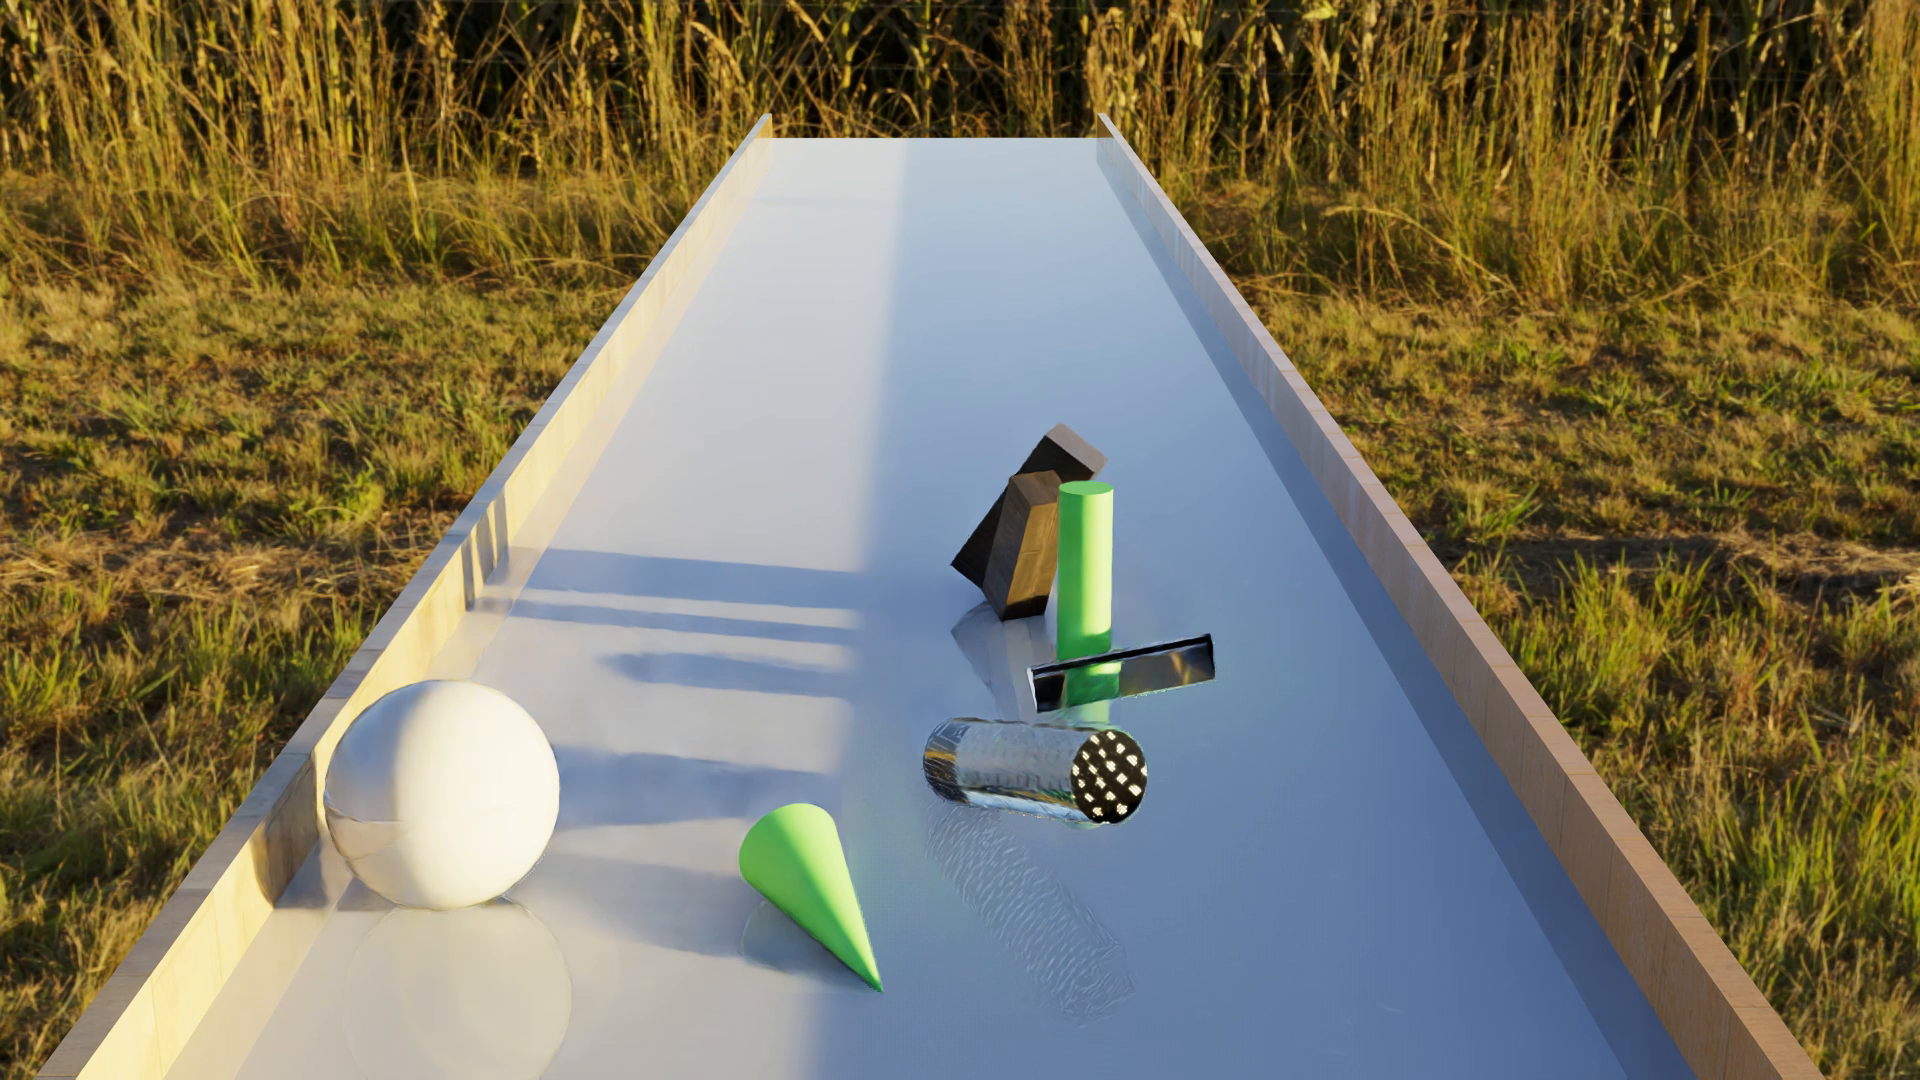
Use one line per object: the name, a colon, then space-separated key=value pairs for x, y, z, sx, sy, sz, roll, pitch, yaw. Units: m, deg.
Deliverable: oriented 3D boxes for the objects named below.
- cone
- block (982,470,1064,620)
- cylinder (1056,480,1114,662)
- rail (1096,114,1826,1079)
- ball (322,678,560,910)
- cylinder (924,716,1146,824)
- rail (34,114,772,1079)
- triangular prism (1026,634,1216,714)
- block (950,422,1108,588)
cone: x=-0.185 y=0.555 z=3.223 sx=0.161 sy=0.161 sz=0.366 roll=-8 pitch=31 yaw=-25
block: x=0.141 y=0.013 z=4.609 sx=0.103 sy=0.313 sz=0.103 roll=-8 pitch=43 yaw=-25
cylinder: x=0.249 y=0.067 z=4.383 sx=0.107 sy=0.354 sz=0.107 roll=0 pitch=17 yaw=0
rail: x=0.932 y=-0.844 z=7.801 sx=0.050 sy=0.150 sz=12.000 roll=0 pitch=17 yaw=-1
ball: x=-0.782 y=0.384 z=3.325 sx=0.349 sy=0.349 sz=0.349 roll=0 pitch=17 yaw=0
cylinder: x=0.114 y=0.368 z=3.548 sx=0.145 sy=0.145 sz=0.429 roll=-11 pitch=5 yaw=-32
rail: x=-1.118 y=-0.838 z=7.780 sx=0.050 sy=0.150 sz=12.000 roll=0 pitch=17 yaw=-1
triangular prism: x=0.302 y=0.230 z=4.127 sx=0.343 sy=0.086 sz=0.100 roll=-11 pitch=57 yaw=-4
block: x=0.149 y=-0.061 z=4.764 sx=0.132 sy=0.369 sz=0.132 roll=38 pitch=22 yaw=4
